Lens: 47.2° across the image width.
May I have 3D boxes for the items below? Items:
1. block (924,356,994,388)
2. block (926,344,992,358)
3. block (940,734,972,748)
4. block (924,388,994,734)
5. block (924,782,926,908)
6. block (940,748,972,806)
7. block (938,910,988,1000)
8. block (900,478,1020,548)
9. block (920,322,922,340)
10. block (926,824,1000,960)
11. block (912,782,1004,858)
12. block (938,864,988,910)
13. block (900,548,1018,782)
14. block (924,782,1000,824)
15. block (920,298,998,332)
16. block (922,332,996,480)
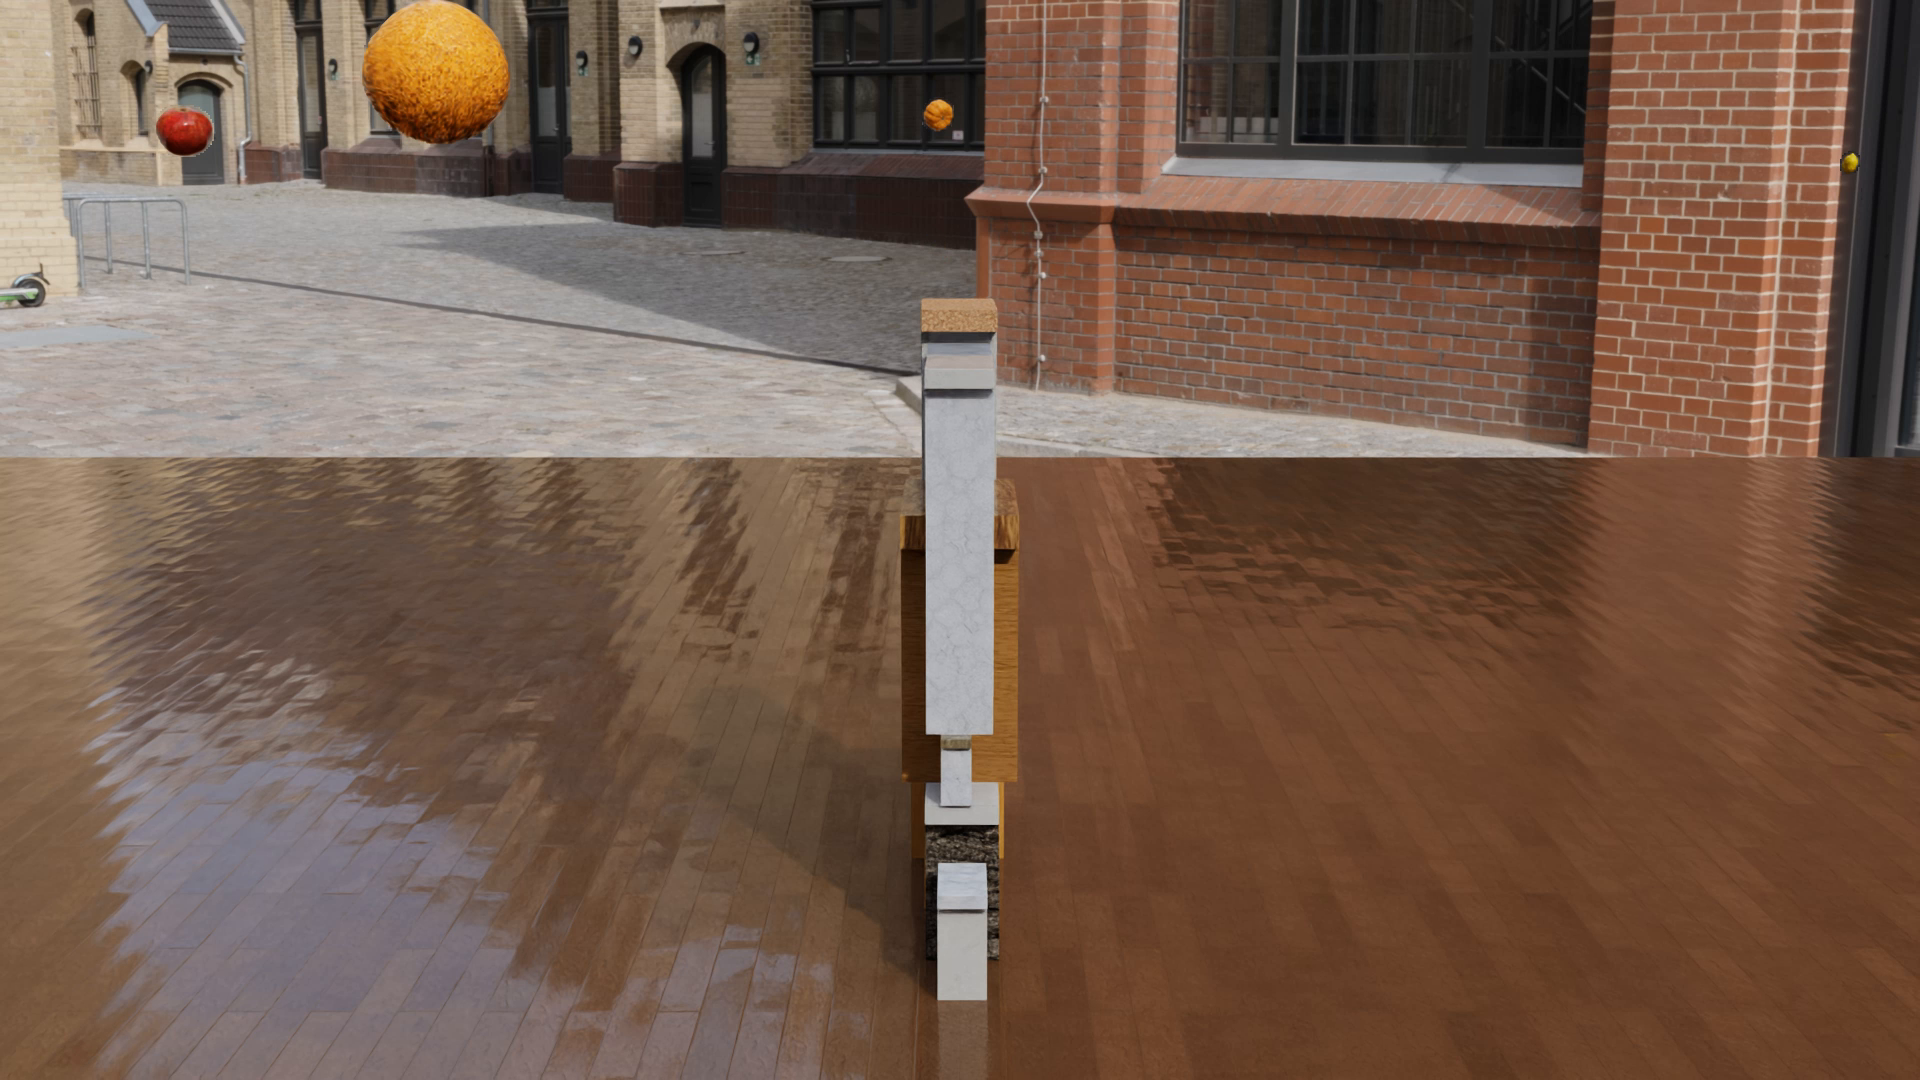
[{"bbox_3d":[0.000,-0.251,3.280,0.101,0.029,0.202,0,11,1],"label":"block"},{"bbox_3d":[-0.002,-0.288,3.483,0.100,0.028,0.201,0,11,0],"label":"block"},{"bbox_3d":[-0.006,0.295,3.316,0.046,0.013,0.092,0,11,0],"label":"block"},{"bbox_3d":[-0.001,0.032,3.265,0.101,0.523,0.029,0,11,0],"label":"block"},{"bbox_3d":[0.001,0.482,3.594,0.120,0.239,0.034,0,11,0],"label":"block"},{"bbox_3d":[-0.006,0.352,3.296,0.046,0.092,0.013,0,10,0],"label":"block"},{"bbox_3d":[0.003,0.601,3.215,0.072,0.145,0.021,0,11,0],"label":"block"},{"bbox_3d":[-0.001,-0.044,3.487,0.179,0.051,0.358,0,11,0],"label":"block"},{"bbox_3d":[-0.004,-0.224,3.810,0.124,0.310,0.035,0,11,0],"label":"block"},{"bbox_3d":[0.004,0.532,3.368,0.112,0.224,0.032,0,11,0],"label":"block"},{"bbox_3d":[-0.004,0.394,3.840,0.162,0.323,0.046,0,11,0],"label":"block"},{"bbox_3d":[0.003,0.511,3.247,0.072,0.021,0.145,0,11,0],"label":"block"},{"bbox_3d":[0.000,0.187,3.408,0.179,0.376,0.051,0,11,0],"label":"block"},{"bbox_3d":[0.003,0.393,3.418,0.112,0.032,0.224,0,11,0],"label":"block"},{"bbox_3d":[-0.003,-0.379,3.698,0.124,0.035,0.247,0,11,-1],"label":"block"},{"bbox_3d":[-0.002,-0.225,3.644,0.124,0.247,0.035,0,11,0],"label":"block"}]
